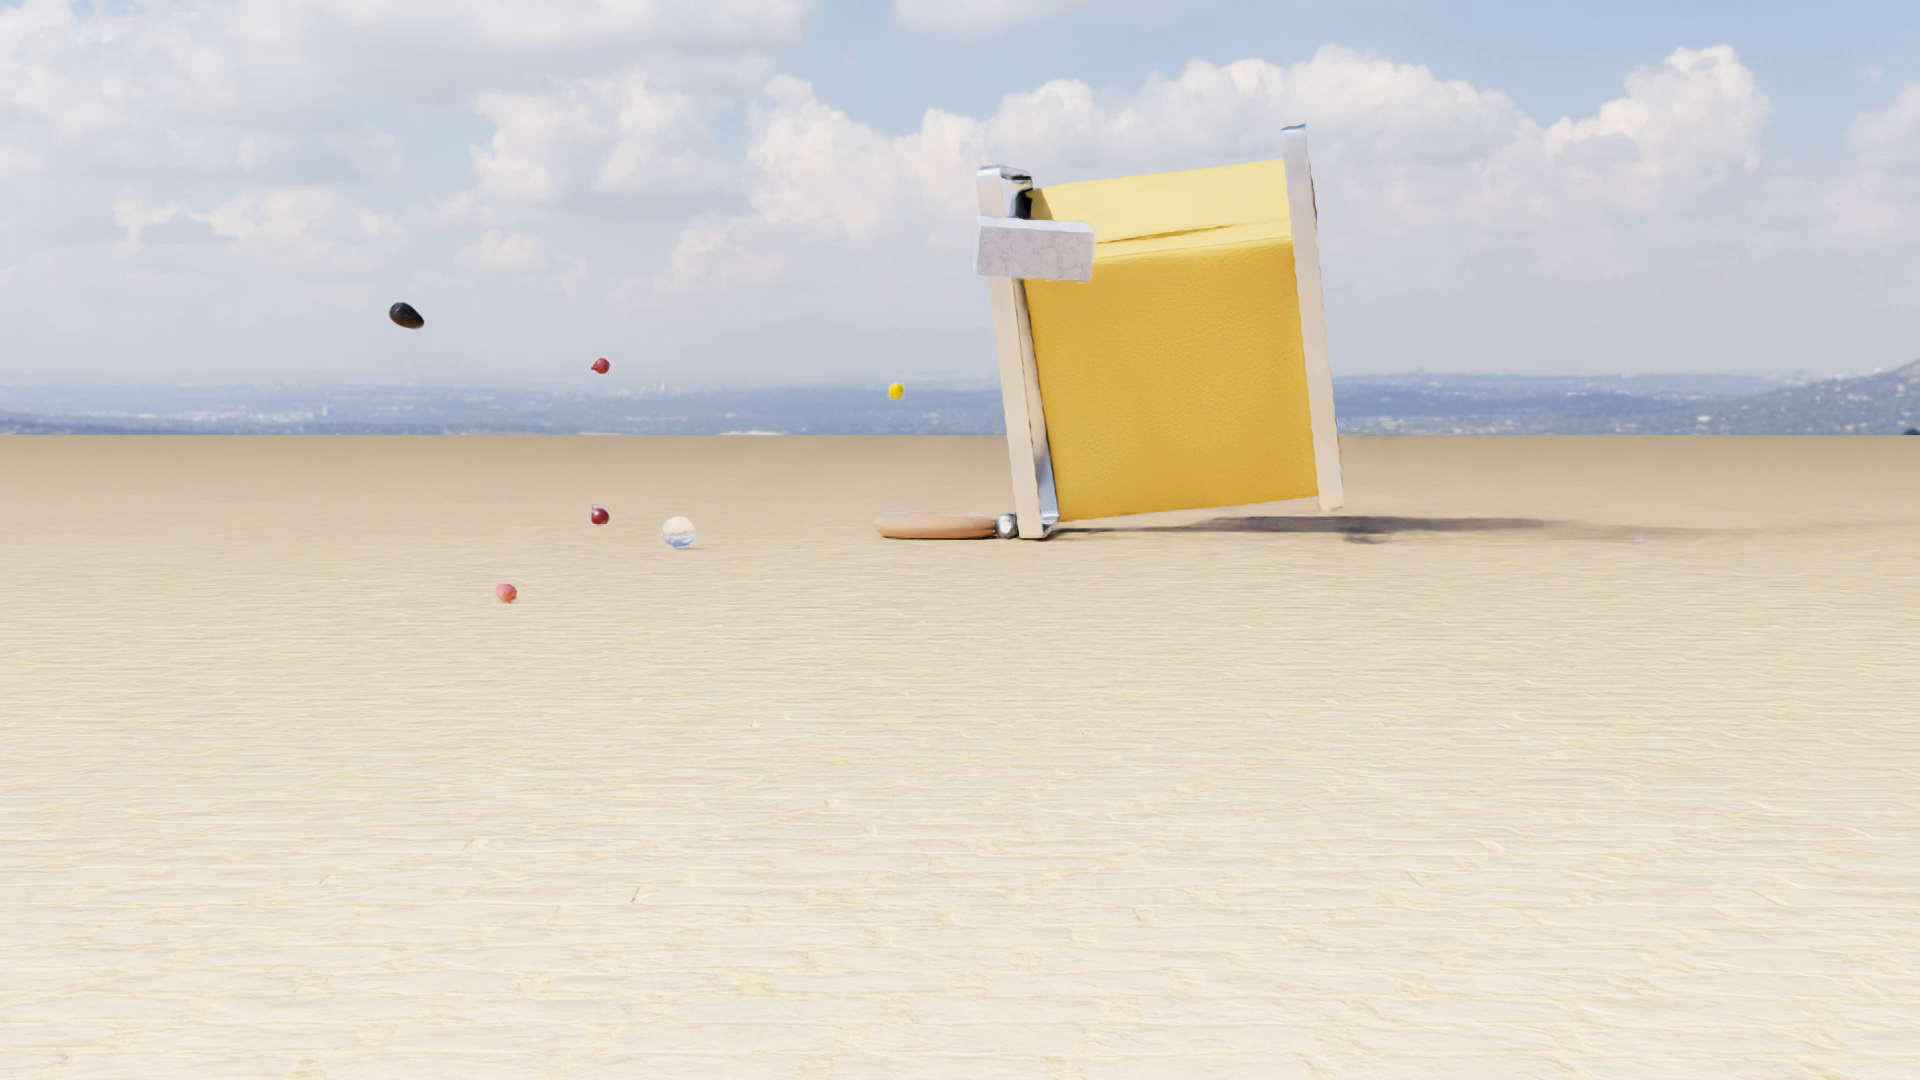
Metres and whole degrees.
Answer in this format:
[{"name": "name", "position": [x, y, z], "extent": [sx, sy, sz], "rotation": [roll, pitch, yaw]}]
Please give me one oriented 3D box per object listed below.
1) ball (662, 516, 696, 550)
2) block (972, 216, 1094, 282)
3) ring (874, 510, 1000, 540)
[{"name": "ball", "position": [-0.789, -0.022, 6.169], "extent": [0.095, 0.095, 0.095], "rotation": [0, 4, 0]}, {"name": "block", "position": [0.151, -0.607, 4.583], "extent": [0.238, 0.103, 0.098], "rotation": [3, 19, -7]}, {"name": "ring", "position": [-0.072, -0.044, 6.661], "extent": [0.386, 0.074, 0.305], "rotation": [1, 5, 8]}]
